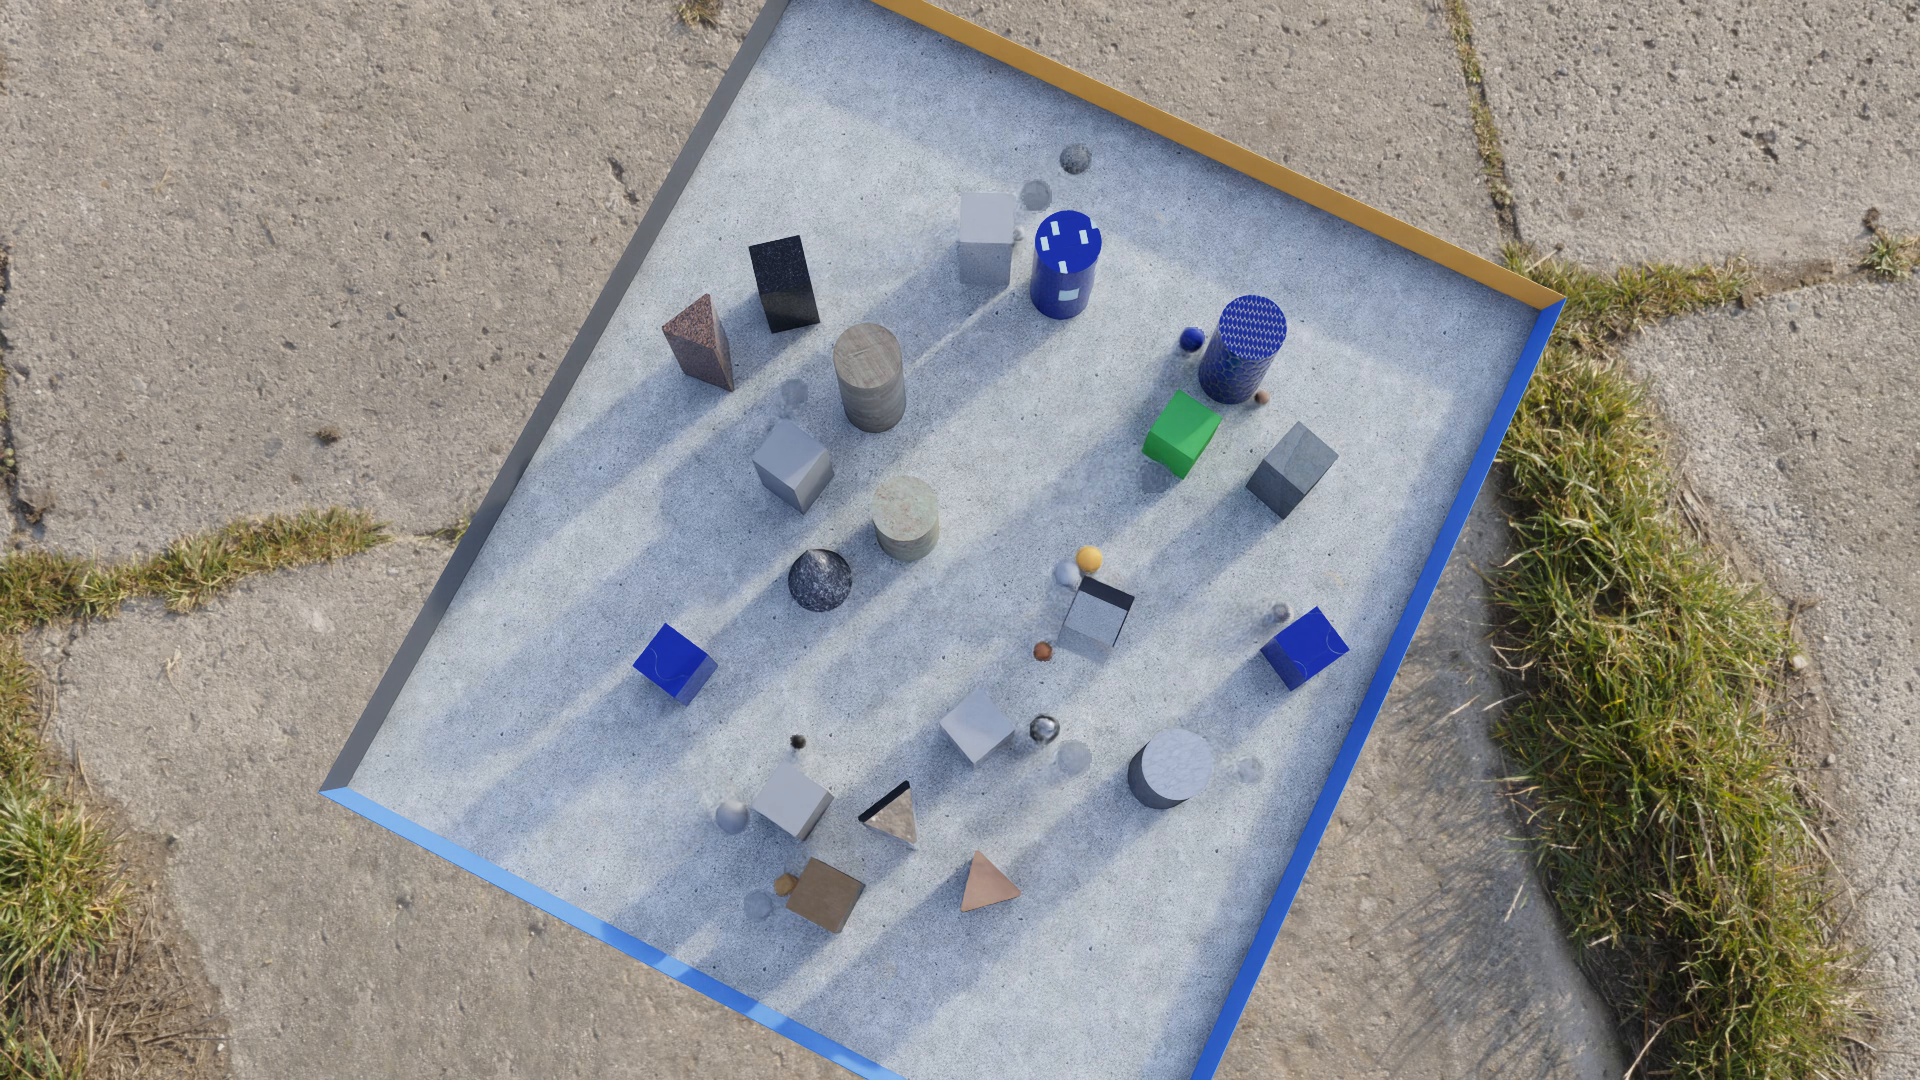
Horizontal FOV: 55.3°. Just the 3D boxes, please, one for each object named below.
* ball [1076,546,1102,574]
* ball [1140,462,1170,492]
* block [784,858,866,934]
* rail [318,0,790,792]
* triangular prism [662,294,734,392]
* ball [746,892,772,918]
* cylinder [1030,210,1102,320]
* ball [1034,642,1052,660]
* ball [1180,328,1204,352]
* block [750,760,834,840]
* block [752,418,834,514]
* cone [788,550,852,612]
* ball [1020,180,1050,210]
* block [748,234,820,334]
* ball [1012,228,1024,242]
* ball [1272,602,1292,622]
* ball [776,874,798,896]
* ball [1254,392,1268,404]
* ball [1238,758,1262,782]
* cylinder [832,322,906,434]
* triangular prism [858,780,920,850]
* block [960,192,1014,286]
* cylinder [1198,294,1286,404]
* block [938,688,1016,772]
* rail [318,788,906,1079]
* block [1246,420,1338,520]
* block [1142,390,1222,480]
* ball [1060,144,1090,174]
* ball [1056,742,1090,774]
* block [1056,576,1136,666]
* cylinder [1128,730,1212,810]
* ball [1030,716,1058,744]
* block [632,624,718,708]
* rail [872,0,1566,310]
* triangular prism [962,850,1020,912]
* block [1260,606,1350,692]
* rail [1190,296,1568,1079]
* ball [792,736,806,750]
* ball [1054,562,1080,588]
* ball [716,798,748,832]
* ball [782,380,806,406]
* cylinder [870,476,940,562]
[{"bbox_3d":[0.393,0.061,5.563,0.079,0.079,0.079,0,78,0],"label":"ball"},{"bbox_3d":[0.595,-0.194,5.610,0.092,0.092,0.092,0,78,0],"label":"ball"},{"bbox_3d":[-0.383,1.020,5.257,0.157,0.290,0.157,27,80,5],"label":"block"},{"bbox_3d":[-1.172,-0.567,5.668,0.045,0.127,3.028,26,80,5],"label":"rail"},{"bbox_3d":[-0.758,-0.605,5.520,0.170,0.435,0.147,21,79,4],"label":"triangular prism"},{"bbox_3d":[-0.588,1.067,5.356,0.078,0.078,0.078,0,78,0],"label":"ball"},{"bbox_3d":[0.317,-0.831,5.573,0.196,0.421,0.196,0,78,0],"label":"cylinder"},{"bbox_3d":[0.249,0.333,5.519,0.055,0.055,0.055,0,78,0],"label":"ball"},{"bbox_3d":[0.721,-0.621,5.707,0.075,0.075,0.075,0,78,0],"label":"ball"},{"bbox_3d":[-0.482,0.758,5.310,0.157,0.294,0.157,34,80,7],"label":"block"},{"bbox_3d":[-0.496,-0.217,5.489,0.157,0.339,0.157,36,81,7],"label":"block"},{"bbox_3d":[-0.426,0.075,5.358,0.196,0.476,0.196,0,78,0],"label":"cone"},{"bbox_3d":[0.238,-1.088,5.794,0.093,0.093,0.093,0,78,0],"label":"ball"},{"bbox_3d":[-0.533,-0.776,5.592,0.157,0.363,0.157,-13,79,-3],"label":"block"},{"bbox_3d":[0.183,-0.966,5.794,0.044,0.044,0.044,0,78,0],"label":"ball"},{"bbox_3d":[0.973,0.217,5.540,0.063,0.063,0.063,0,78,0],"label":"ball"},{"bbox_3d":[-0.507,1.010,5.374,0.065,0.065,0.065,0,78,0],"label":"ball"},{"bbox_3d":[0.936,-0.440,5.686,0.043,0.043,0.043,0,78,0],"label":"ball"},{"bbox_3d":[0.861,0.683,5.439,0.071,0.071,0.071,0,78,0],"label":"ball"},{"bbox_3d":[-0.265,-0.477,5.466,0.196,0.488,0.196,0,78,0],"label":"cylinder"},{"bbox_3d":[-0.171,0.769,5.209,0.170,0.486,0.147,22,79,4],"label":"triangular prism"},{"bbox_3d":[0.080,-0.920,5.621,0.157,0.365,0.157,2,78,0],"label":"block"},{"bbox_3d":[0.842,-0.564,5.495,0.196,0.468,0.196,0,78,0],"label":"cylinder"},{"bbox_3d":[0.049,0.556,5.366,0.157,0.265,0.157,-39,81,-7],"label":"block"},{"bbox_3d":[-0.666,1.312,5.279,2.669,0.127,0.045,26,80,5],"label":"rail"},{"bbox_3d":[0.990,-0.204,5.481,0.157,0.349,0.157,42,81,8],"label":"block"},{"bbox_3d":[0.670,-0.318,5.553,0.157,0.253,0.157,34,80,7],"label":"block"},{"bbox_3d":[0.365,-1.208,5.818,0.096,0.096,0.096,0,78,0],"label":"ball"},{"bbox_3d":[0.334,0.647,5.433,0.098,0.098,0.098,0,78,0],"label":"ball"},{"bbox_3d":[0.393,0.239,5.369,0.157,0.388,0.157,24,79,5],"label":"block"},{"bbox_3d":[0.598,0.662,5.256,0.196,0.437,0.196,0,78,0],"label":"cylinder"},{"bbox_3d":[0.250,0.565,5.455,0.087,0.087,0.087,0,78,0],"label":"ball"},{"bbox_3d":[-0.838,0.372,5.416,0.157,0.241,0.157,36,81,7],"label":"block"},{"bbox_3d":[0.666,-1.298,5.819,2.669,0.127,0.045,26,80,5],"label":"rail"},{"bbox_3d":[0.066,0.961,5.214,0.170,0.398,0.147,-15,79,-3],"label":"triangular prism"},{"bbox_3d":[1.016,0.324,5.418,0.157,0.258,0.157,-34,80,-7],"label":"block"},{"bbox_3d":[1.172,0.581,5.430,0.045,0.127,3.028,26,80,5],"label":"rail"},{"bbox_3d":[-0.482,0.605,5.470,0.042,0.042,0.042,0,78,0],"label":"ball"},{"bbox_3d":[0.326,0.104,5.554,0.080,0.080,0.080,0,78,0],"label":"ball"},{"bbox_3d":[-0.671,0.812,5.399,0.097,0.097,0.097,0,78,0],"label":"ball"},{"bbox_3d":[-0.514,-0.455,5.671,0.078,0.078,0.078,0,78,0],"label":"ball"},{"bbox_3d":[-0.161,-0.061,5.469,0.196,0.315,0.196,0,78,0],"label":"cylinder"}]
